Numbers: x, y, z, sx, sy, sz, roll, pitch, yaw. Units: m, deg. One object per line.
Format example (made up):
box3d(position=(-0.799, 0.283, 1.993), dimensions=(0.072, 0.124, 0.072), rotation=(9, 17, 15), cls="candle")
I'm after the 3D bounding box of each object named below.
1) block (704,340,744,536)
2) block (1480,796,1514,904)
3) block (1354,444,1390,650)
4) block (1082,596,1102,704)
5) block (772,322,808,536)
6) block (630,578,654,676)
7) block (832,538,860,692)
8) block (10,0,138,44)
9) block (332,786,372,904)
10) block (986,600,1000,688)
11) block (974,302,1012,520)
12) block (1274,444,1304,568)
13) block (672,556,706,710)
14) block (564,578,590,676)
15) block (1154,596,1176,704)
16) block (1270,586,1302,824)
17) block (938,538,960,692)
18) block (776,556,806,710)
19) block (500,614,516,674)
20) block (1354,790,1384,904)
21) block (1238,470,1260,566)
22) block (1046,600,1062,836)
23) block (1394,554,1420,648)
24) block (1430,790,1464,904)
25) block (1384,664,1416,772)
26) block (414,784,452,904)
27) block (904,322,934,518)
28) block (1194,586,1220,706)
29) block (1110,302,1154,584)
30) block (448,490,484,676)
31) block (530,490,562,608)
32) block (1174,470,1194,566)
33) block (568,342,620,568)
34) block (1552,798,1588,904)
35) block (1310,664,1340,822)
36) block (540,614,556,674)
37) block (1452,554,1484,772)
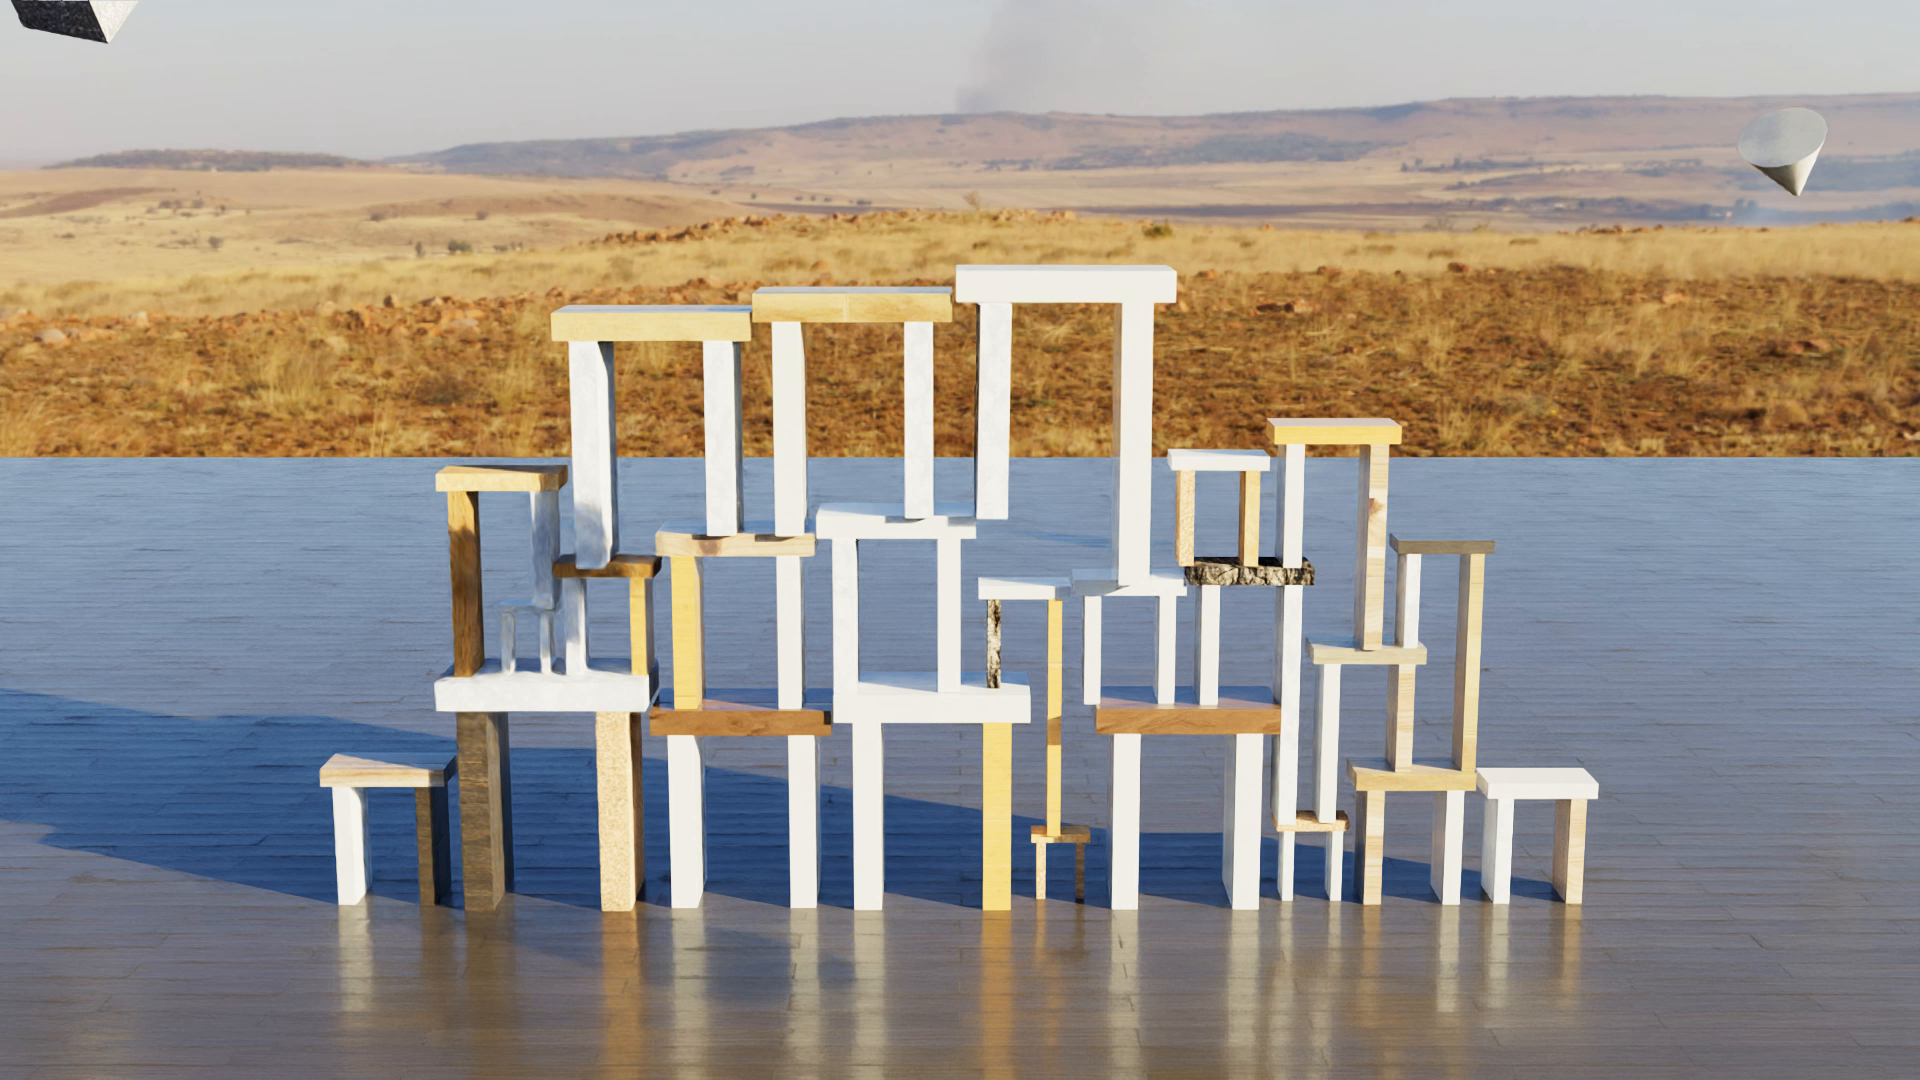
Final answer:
box3d(position=(-0.379, -0.172, 3.530), dimensions=(0.044, 0.309, 0.154), rotation=(0, 11, 0), cls="block")
box3d(position=(0.892, 0.502, 3.651), dimensions=(0.025, 0.179, 0.090), rotation=(0, 11, 0), cls="block")
box3d(position=(0.665, 0.003, 3.559), dimensions=(0.028, 0.334, 0.100), rotation=(0, 11, 0), cls="block")
box3d(position=(0.214, 0.169, 3.589), dimensions=(0.025, 0.180, 0.090), rotation=(0, 10, 0), cls="block")
box3d(position=(-0.271, -0.186, 3.524), dimensions=(0.044, 0.338, 0.155), rotation=(0, 11, -1), cls="block")
box3d(position=(-0.518, 0.133, 3.586), dimensions=(0.023, 0.162, 0.081), rotation=(0, 11, 2), cls="block")
box3d(position=(-0.185, 0.111, 3.583), dimensions=(0.036, 0.253, 0.126), rotation=(0, 11, 0), cls="block")
box3d(position=(-2.269, -1.463, 5.622), dimensions=(0.243, 0.243, 0.243), rotation=(12, 57, 9), cls="block")
box3d(position=(-1.007, 0.491, 3.648), dimensions=(0.029, 0.202, 0.101), rotation=(0, 11, 0), cls="block")
box3d(position=(0.055, 0.161, 3.595), dimensions=(0.021, 0.148, 0.074), rotation=(0, 11, 0), cls="block")
box3d(position=(0.051, -0.216, 3.521), dimensions=(0.048, 0.340, 0.170), rotation=(1, 10, -2), cls="block")
box3d(position=(0.532, -0.063, 3.548), dimensions=(0.028, 0.200, 0.100), rotation=(0, 11, 0), cls="block")
box3d(position=(-0.443, 0.138, 3.589), dimensions=(0.036, 0.252, 0.126), rotation=(0, 10, 0), cls="block")
box3d(position=(-0.625, 0.133, 3.587), dimensions=(0.023, 0.162, 0.081), rotation=(0, 11, 1), cls="block")
box3d(position=(0.334, 0.169, 3.589), dimensions=(0.026, 0.180, 0.090), rotation=(0, 10, 0), cls="block")
box3d(position=(0.534, 0.260, 3.604), dimensions=(0.028, 0.399, 0.099), rotation=(0, 11, 0), cls="block")
box3d(position=(-0.017, 0.110, 3.583), dimensions=(0.036, 0.253, 0.126), rotation=(0, 10, 0), cls="block")
box3d(position=(-0.275, 0.138, 3.588), dimensions=(0.036, 0.252, 0.126), rotation=(0, 11, 0), cls="block")
box3d(position=(-0.737, 0.165, 3.589), dimensions=(0.014, 0.097, 0.049), rotation=(1, 10, 0), cls="block")
box3d(position=(0.678, 0.495, 3.648), dimensions=(0.028, 0.194, 0.097), rotation=(0, 11, 0), cls="block")
box3d(position=(0.467, -0.042, 3.555), dimensions=(0.022, 0.156, 0.078), rotation=(0, 11, 0), cls="block")
box3d(position=(0.154, 0.284, 3.617), dimensions=(0.021, 0.398, 0.074), rotation=(0, 11, 0), cls="block")
box3d(position=(0.729, 0.091, 3.581), dimensions=(0.022, 0.154, 0.077), rotation=(0, 11, 0), cls="block")
box3d(position=(0.808, 0.495, 3.648), dimensions=(0.028, 0.194, 0.097), rotation=(0, 11, 0), cls="block")
box3d(position=(0.723, 0.282, 3.616), dimensions=(0.026, 0.182, 0.091), rotation=(0, 10, 0), cls="block")
box3d(position=(-0.873, 0.491, 3.648), dimensions=(0.029, 0.202, 0.101), rotation=(0, 11, 0), cls="block")
box3d(position=(-0.065, -0.201, 3.522), dimensions=(0.044, 0.310, 0.155), rotation=(0, 10, 0), cls="block")
box3d(position=(0.402, 0.161, 3.586), dimensions=(0.028, 0.198, 0.099), rotation=(0, 11, 0), cls="block")
box3d(position=(0.275, -0.164, 3.529), dimensions=(0.048, 0.446, 0.170), rotation=(0, 10, 0), cls="block")
box3d(position=(-0.802, 0.063, 3.574), dimensions=(0.027, 0.304, 0.097), rotation=(0, 10, 0), cls="block")
box3d(position=(-0.671, 0.007, 3.571), dimensions=(0.027, 0.194, 0.097), rotation=(0, 10, 0), cls="block")
box3d(position=(0.363, -0.042, 3.555), dimensions=(0.022, 0.156, 0.078), rotation=(0, 11, 0), cls="block")
box3d(position=(-0.587, -0.146, 3.533), dimensions=(0.044, 0.361, 0.154), rotation=(0, 11, 1), cls="block")
box3d(position=(1.011, 0.502, 3.651), dimensions=(0.025, 0.179, 0.090), rotation=(0, 11, 0), cls="block")
box3d(position=(0.602, 0.324, 3.624), dimensions=(0.026, 0.267, 0.091), rotation=(0, 11, 0), cls="block")
box3d(position=(-0.673, 0.165, 3.589), dimensions=(0.014, 0.097, 0.049), rotation=(0, 10, 0), cls="block")
box3d(position=(0.831, 0.193, 3.600), dimensions=(0.022, 0.361, 0.077), rotation=(0, 11, 0), cls="block")
